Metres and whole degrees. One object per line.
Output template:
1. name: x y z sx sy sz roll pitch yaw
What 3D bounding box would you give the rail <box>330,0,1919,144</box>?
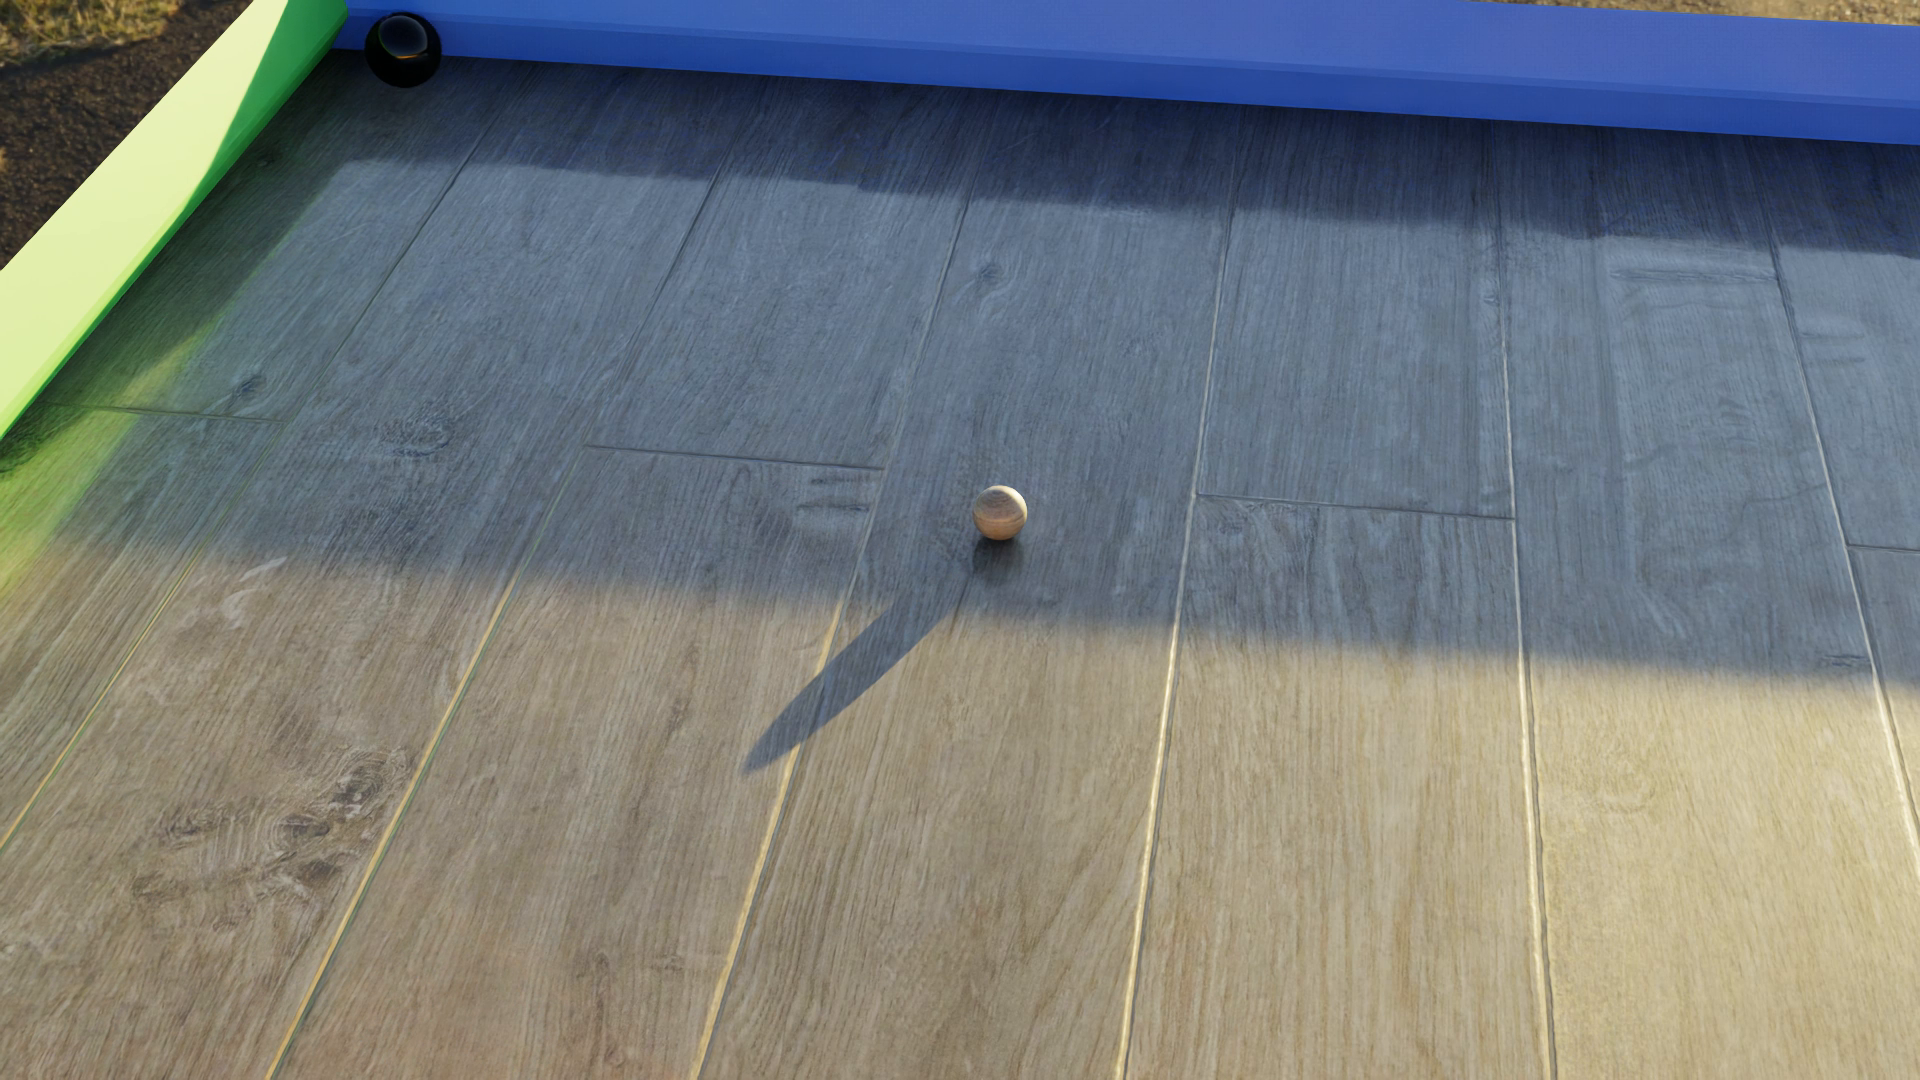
1. rail: 0.918 -0.434 2.499 3.225 0.123 0.045 5 35 7

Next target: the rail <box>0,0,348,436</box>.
1. rail: -0.775 -0.089 2.000 0.045 0.123 1.732 5 35 7

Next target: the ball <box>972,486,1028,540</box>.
1. ball: 0.030 -0.021 1.974 0.042 0.042 0.042 0 35 0

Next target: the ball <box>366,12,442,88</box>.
1. ball: -0.574 -0.505 2.644 0.077 0.077 0.077 0 35 0
